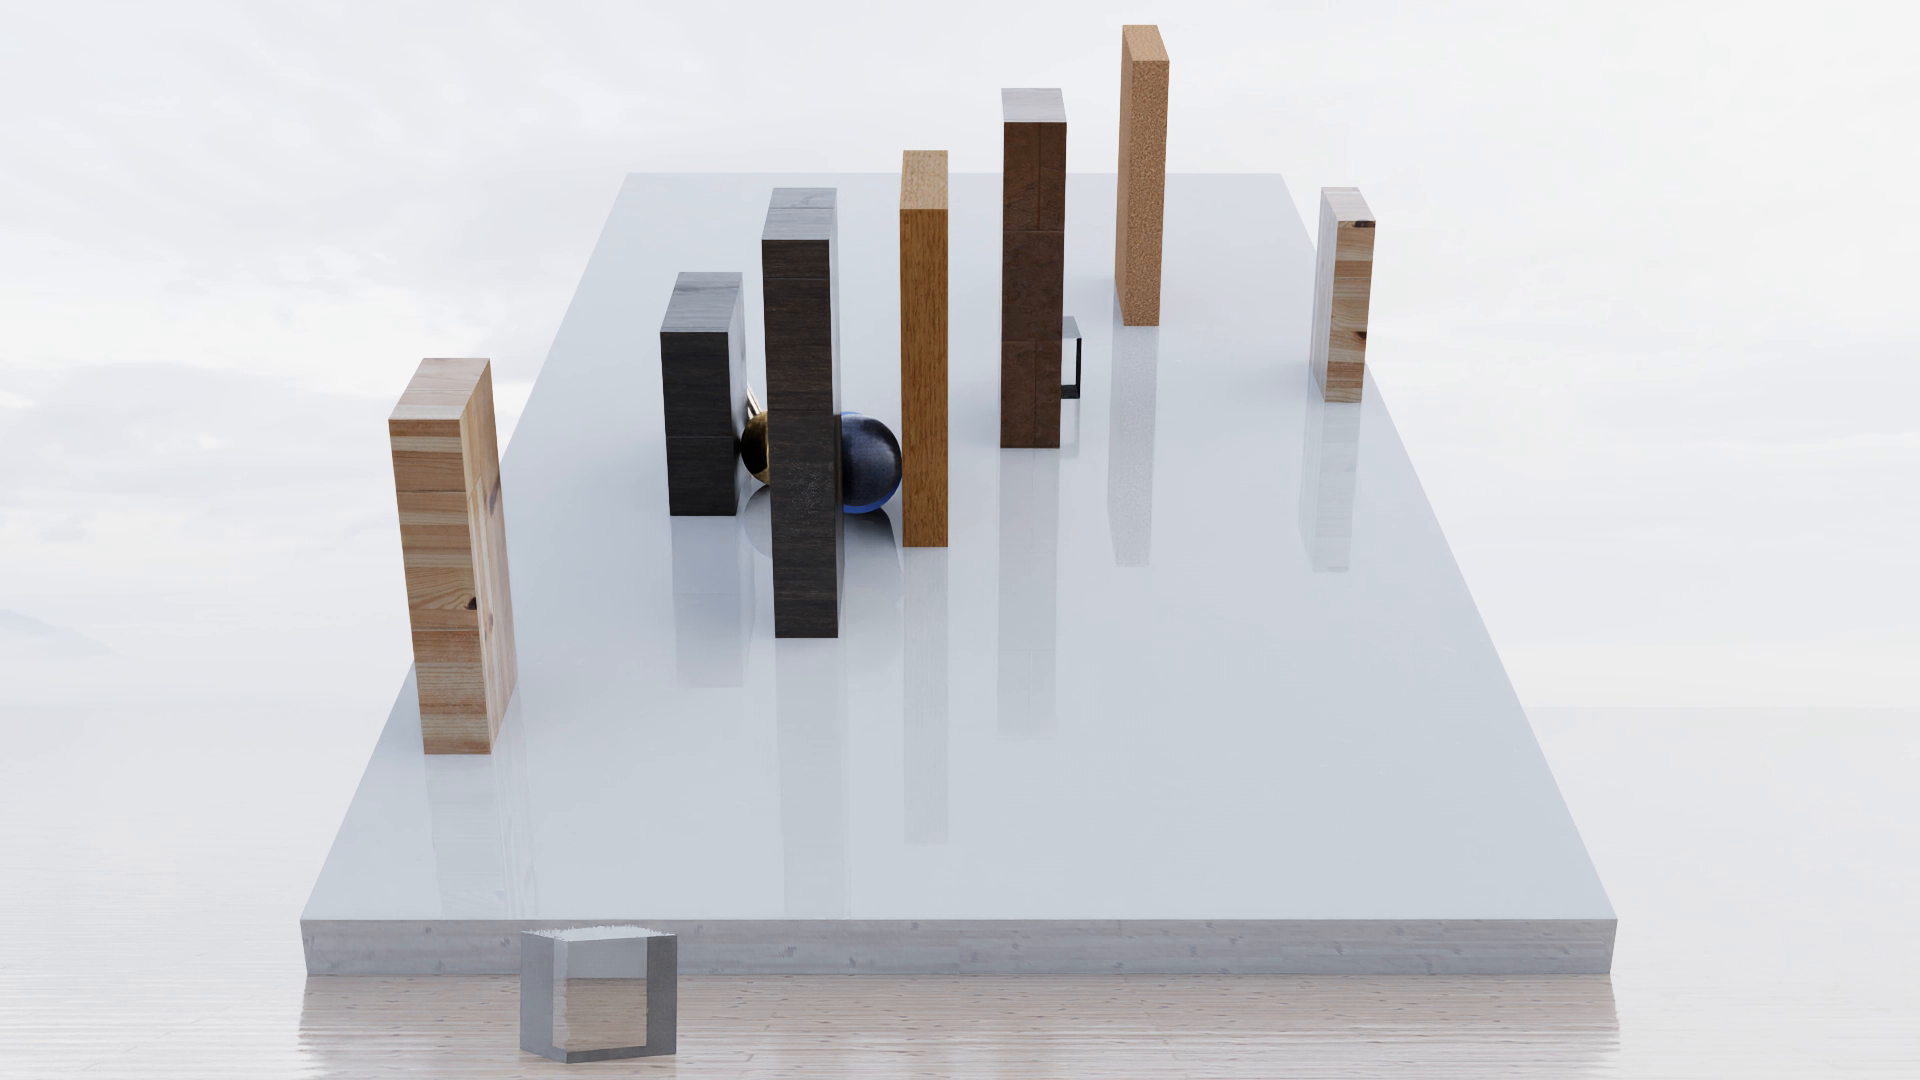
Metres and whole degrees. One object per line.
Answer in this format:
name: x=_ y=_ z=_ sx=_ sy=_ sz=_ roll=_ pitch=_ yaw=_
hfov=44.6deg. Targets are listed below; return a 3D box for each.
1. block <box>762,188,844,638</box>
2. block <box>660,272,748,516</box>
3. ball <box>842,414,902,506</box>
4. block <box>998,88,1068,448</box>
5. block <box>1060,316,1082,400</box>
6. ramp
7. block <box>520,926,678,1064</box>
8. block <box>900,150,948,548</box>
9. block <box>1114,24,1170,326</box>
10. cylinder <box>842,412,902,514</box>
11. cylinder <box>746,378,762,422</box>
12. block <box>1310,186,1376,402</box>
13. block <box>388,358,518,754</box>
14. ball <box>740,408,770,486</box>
block: x=-0.287 y=-0.234 z=4.363 sx=0.118 sy=0.778 sz=0.312 roll=0 pitch=25 yaw=0
block: x=-0.536 y=-0.314 z=4.967 sx=0.137 sy=0.407 sz=0.375 roll=0 pitch=25 yaw=0
ball: x=-0.208 y=-0.159 z=4.670 sx=0.185 sy=0.185 sz=0.185 roll=0 pitch=-4 yaw=0
block: x=0.156 y=-0.600 z=5.188 sx=0.133 sy=0.740 sz=0.288 roll=0 pitch=25 yaw=0
block: x=0.200 y=-0.429 z=5.517 sx=0.151 sy=0.151 sz=0.151 roll=-2 pitch=25 yaw=-4
ramp: x=-0.009 y=-0.229 z=5.386 sx=2.000 sy=0.100 sz=4.000 roll=0 pitch=25 yaw=0
block: x=-0.433 y=0.541 z=2.805 sx=0.140 sy=0.140 sz=0.140 roll=3 pitch=-5 yaw=-33
block: x=-0.070 y=-0.394 z=4.783 sx=0.092 sy=0.710 sz=0.408 roll=0 pitch=25 yaw=0
block: x=0.460 y=-0.931 z=5.968 sx=0.089 sy=0.678 sz=0.385 roll=0 pitch=25 yaw=0
cylinder: x=-0.224 y=-0.162 z=4.857 sx=0.187 sy=0.187 sz=0.187 roll=1 pitch=10 yaw=-9
cylinder: x=-0.523 y=-0.312 z=5.245 sx=0.127 sy=0.127 sz=0.127 roll=-21 pitch=24 yaw=9
block: x=0.894 y=-0.576 z=5.493 sx=0.086 sy=0.441 sz=0.264 roll=0 pitch=25 yaw=0
block: x=-0.856 y=0.028 z=3.991 sx=0.113 sy=0.616 sz=0.278 roll=0 pitch=25 yaw=0
ball: x=-0.382 y=-0.199 z=4.999 sx=0.173 sy=0.173 sz=0.173 roll=0 pitch=-4 yaw=0
